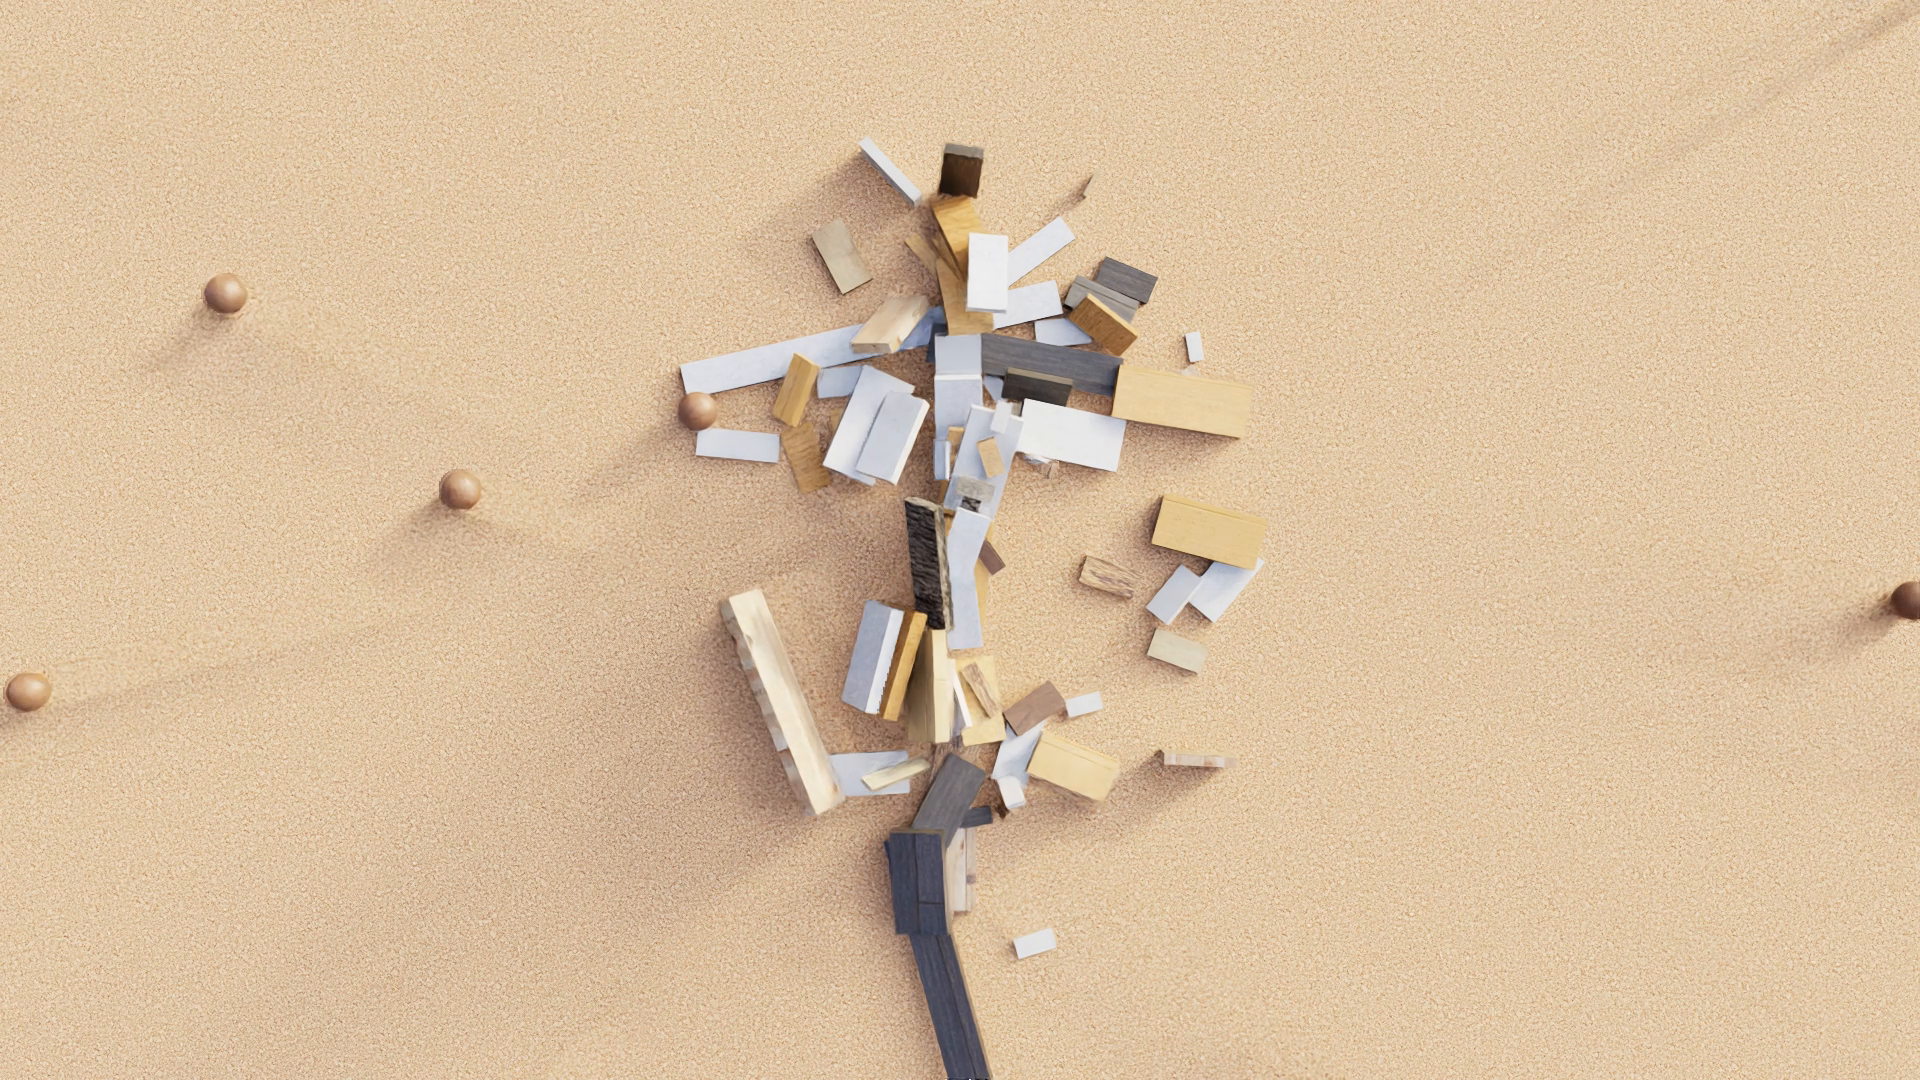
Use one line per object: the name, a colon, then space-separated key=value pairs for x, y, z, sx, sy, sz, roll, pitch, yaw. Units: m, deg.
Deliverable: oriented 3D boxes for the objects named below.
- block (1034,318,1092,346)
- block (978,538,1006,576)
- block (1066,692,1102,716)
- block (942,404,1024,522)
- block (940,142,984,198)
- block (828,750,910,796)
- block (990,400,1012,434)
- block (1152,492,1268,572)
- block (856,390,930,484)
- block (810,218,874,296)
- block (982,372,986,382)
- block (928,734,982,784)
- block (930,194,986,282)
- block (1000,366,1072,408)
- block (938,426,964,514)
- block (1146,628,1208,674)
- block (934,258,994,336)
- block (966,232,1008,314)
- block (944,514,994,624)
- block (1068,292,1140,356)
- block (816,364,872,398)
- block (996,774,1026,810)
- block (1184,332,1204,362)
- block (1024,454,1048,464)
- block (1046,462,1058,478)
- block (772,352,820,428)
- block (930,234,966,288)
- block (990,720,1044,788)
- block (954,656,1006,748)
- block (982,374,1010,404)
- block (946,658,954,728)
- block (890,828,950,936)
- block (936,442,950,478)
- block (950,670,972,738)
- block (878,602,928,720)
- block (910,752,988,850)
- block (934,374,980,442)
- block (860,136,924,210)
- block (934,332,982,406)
block: x=0.341 y=-0.690 z=5.487 sx=0.180 sy=0.025 sz=0.090 roll=-6 pitch=90 yaw=0
block: x=0.096 y=0.055 z=5.388 sx=0.057 sy=0.016 sz=0.113 roll=-34 pitch=102 yaw=7
block: x=0.413 y=0.547 z=5.492 sx=0.117 sy=0.017 sz=0.059 roll=-14 pitch=90 yaw=0
block: x=0.073 y=-0.249 z=5.341 sx=0.173 sy=0.049 sz=0.347 roll=15 pitch=107 yaw=-6
block: x=0.005 y=-1.201 z=5.372 sx=0.127 sy=0.254 sz=0.036 roll=9 pitch=72 yaw=-2
block: x=-0.310 y=0.775 z=5.480 sx=0.278 sy=0.039 sz=0.139 roll=-3 pitch=90 yaw=0
block: x=0.131 y=-0.391 z=5.263 sx=0.047 sy=0.013 sz=0.094 roll=17 pitch=87 yaw=-6
block: x=0.823 y=-0.026 z=5.449 sx=0.347 sy=0.049 sz=0.174 roll=15 pitch=87 yaw=7
block: x=-0.219 y=-0.335 z=5.364 sx=0.144 sy=0.041 sz=0.287 roll=19 pitch=82 yaw=31
block: x=-0.393 y=-0.942 z=5.484 sx=0.114 sy=0.032 sz=0.228 roll=-28 pitch=90 yaw=0
block: x=0.031 y=-0.566 z=5.483 sx=0.112 sy=0.016 sz=0.056 roll=17 pitch=87 yaw=8
block: x=-0.004 y=0.684 z=5.480 sx=0.141 sy=0.040 sz=0.282 roll=13 pitch=90 yaw=0
block: x=0.017 y=-0.989 z=5.405 sx=0.127 sy=0.036 sz=0.310 roll=-18 pitch=65 yaw=-13
block: x=0.253 y=-0.500 z=5.442 sx=0.217 sy=0.108 sz=0.031 roll=10 pitch=45 yaw=-5
block: x=0.026 y=-0.188 z=5.411 sx=0.173 sy=0.049 sz=0.347 roll=7 pitch=107 yaw=-4
block: x=0.724 y=0.368 z=5.487 sx=0.187 sy=0.027 sz=0.094 roll=20 pitch=90 yaw=0
block: x=0.014 y=-0.801 z=5.382 sx=0.149 sy=0.042 sz=0.297 roll=-7 pitch=58 yaw=-6
block: x=0.087 y=-0.858 z=5.306 sx=0.127 sy=0.036 sz=0.254 roll=3 pitch=76 yaw=-9
block: x=0.011 y=0.095 z=5.434 sx=0.173 sy=0.049 sz=0.346 roll=5 pitch=104 yaw=0
block: x=0.474 y=-0.708 z=5.432 sx=0.217 sy=0.031 sz=0.108 roll=36 pitch=131 yaw=-11
block: x=-0.381 y=-0.527 z=5.487 sx=0.188 sy=0.027 sz=0.094 roll=-6 pitch=90 yaw=0
block: x=0.168 y=0.824 z=5.406 sx=0.066 sy=0.131 sz=0.019 roll=-18 pitch=126 yaw=-3
block: x=0.781 y=-0.643 z=5.493 sx=0.048 sy=0.014 sz=0.095 roll=-10 pitch=90 yaw=0
block: x=0.248 y=-0.264 z=5.383 sx=0.047 sy=0.094 sz=0.013 roll=19 pitch=85 yaw=-23
block: x=0.301 y=-0.228 z=5.406 sx=0.013 sy=0.095 sz=0.047 roll=25 pitch=90 yaw=-1
block: x=-0.540 y=-0.494 z=5.424 sx=0.109 sy=0.031 sz=0.218 roll=36 pitch=110 yaw=42
block: x=0.005 y=-0.932 z=5.423 sx=0.108 sy=0.031 sz=0.217 roll=-28 pitch=62 yaw=-18
block: x=0.193 y=0.693 z=5.483 sx=0.118 sy=0.033 sz=0.236 roll=16 pitch=90 yaw=0
block: x=0.059 y=0.532 z=5.445 sx=0.141 sy=0.040 sz=0.282 roll=-9 pitch=78 yaw=-5
block: x=0.121 y=-0.507 z=5.492 sx=0.056 sy=0.016 sz=0.112 roll=-34 pitch=90 yaw=0
block: x=-0.069 y=0.500 z=5.417 sx=0.032 sy=0.113 sz=0.227 roll=0 pitch=91 yaw=-42
block: x=-0.130 y=1.116 z=5.390 sx=0.173 sy=0.049 sz=0.346 roll=-1 pitch=99 yaw=13
block: x=-0.056 y=-0.260 z=5.350 sx=0.017 sy=0.060 sz=0.121 roll=-1 pitch=92 yaw=-36
block: x=-0.026 y=0.539 z=5.417 sx=0.098 sy=0.028 sz=0.195 roll=-36 pitch=63 yaw=41
block: x=-0.218 y=0.396 z=5.410 sx=0.051 sy=0.180 sz=0.359 roll=17 pitch=90 yaw=-30
block: x=-0.037 y=0.856 z=5.419 sx=0.141 sy=0.040 sz=0.282 roll=27 pitch=85 yaw=7
block: x=-0.006 y=-0.394 z=5.418 sx=0.149 sy=0.042 sz=0.297 roll=-1 pitch=115 yaw=0
block: x=-0.226 y=-1.208 z=5.435 sx=0.037 sy=0.131 sz=0.261 roll=-44 pitch=90 yaw=0
block: x=-0.002 y=-0.533 z=5.400 sx=0.148 sy=0.042 sz=0.297 roll=-2 pitch=116 yaw=2
